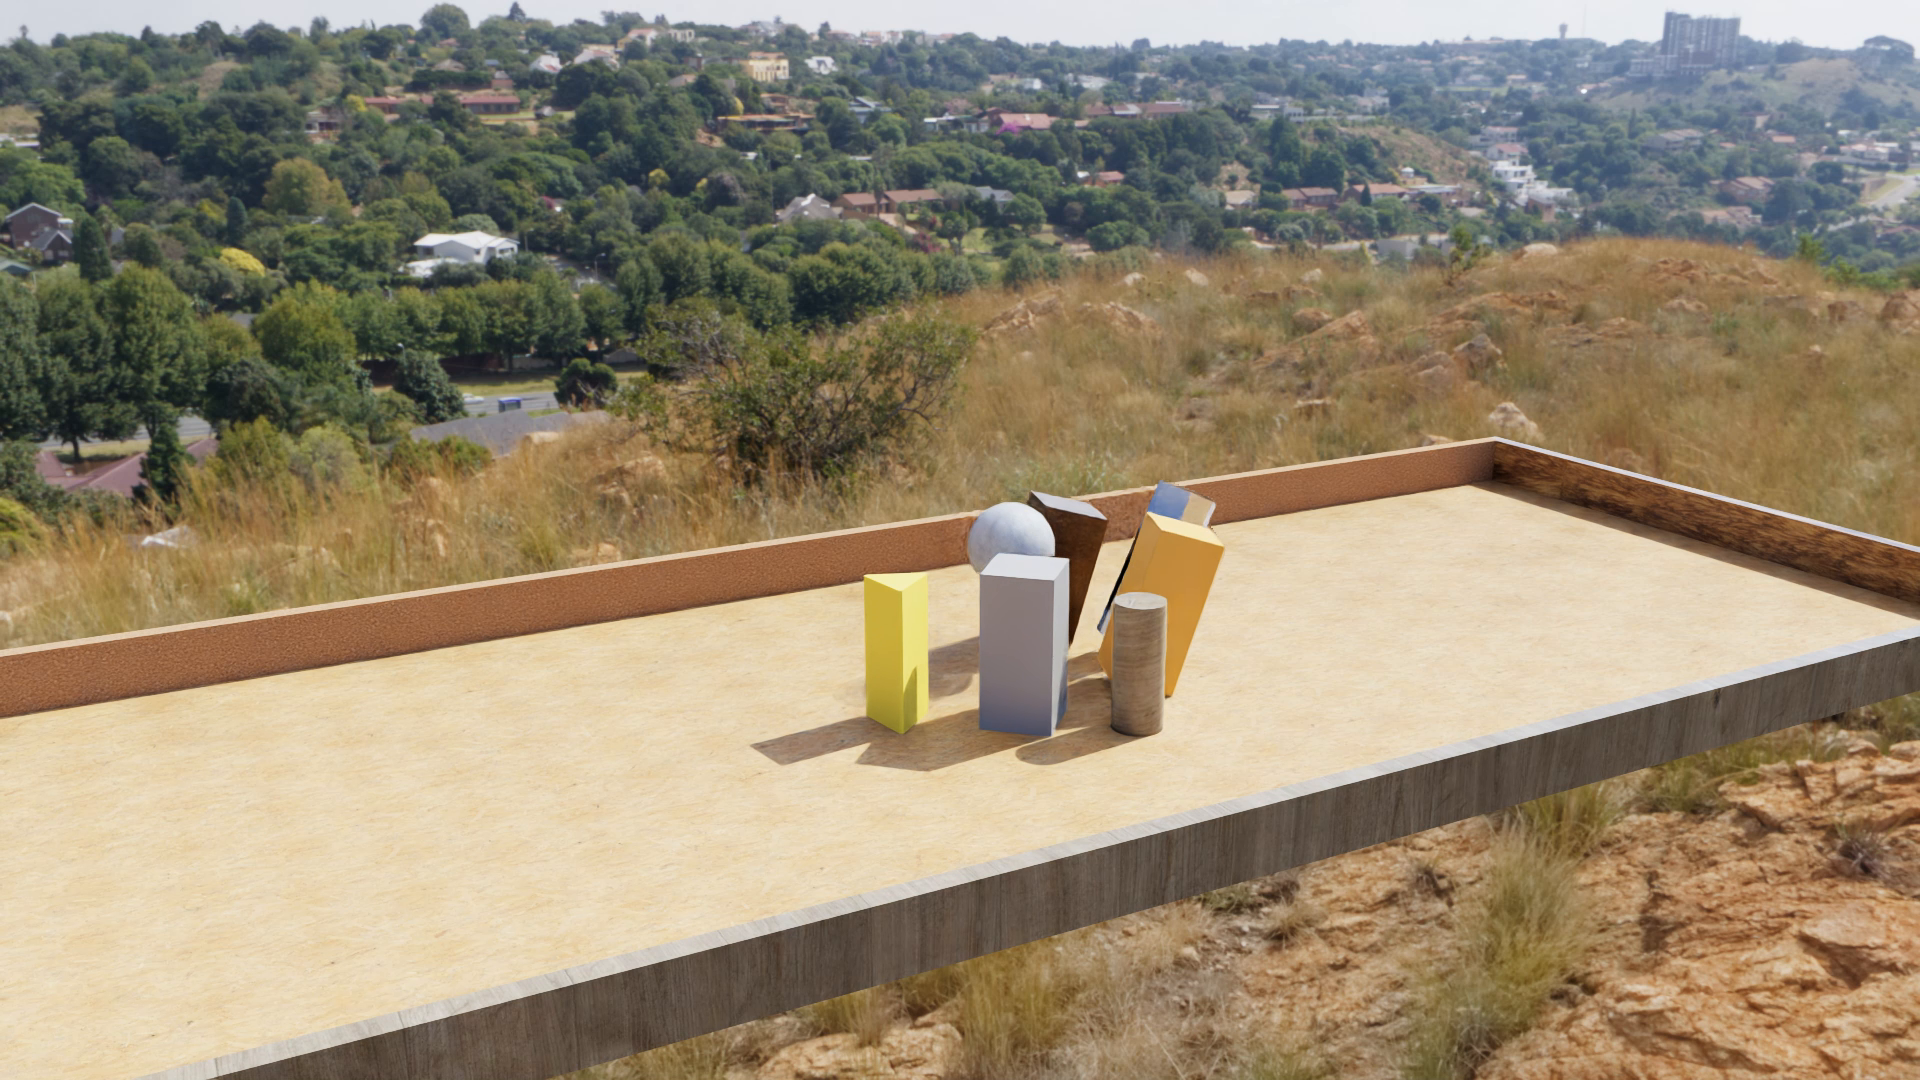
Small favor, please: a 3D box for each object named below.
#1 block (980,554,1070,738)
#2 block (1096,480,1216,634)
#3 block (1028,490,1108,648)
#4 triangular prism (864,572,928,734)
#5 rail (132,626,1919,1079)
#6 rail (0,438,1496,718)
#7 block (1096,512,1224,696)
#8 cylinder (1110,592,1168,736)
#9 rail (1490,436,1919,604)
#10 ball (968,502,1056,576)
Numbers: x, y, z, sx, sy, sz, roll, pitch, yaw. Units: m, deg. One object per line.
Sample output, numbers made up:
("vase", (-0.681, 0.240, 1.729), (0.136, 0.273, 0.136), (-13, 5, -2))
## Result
("block", (0.151, 0.243, 3.855), (0.173, 0.380, 0.173), (4, 17, 15))
("block", (0.514, 0.071, 4.322), (0.114, 0.428, 0.114), (18, 6, -45))
("block", (0.241, 0.078, 4.391), (0.173, 0.360, 0.173), (12, 13, -15))
("triangular prism", (-0.128, 0.255, 3.867), (0.126, 0.349, 0.145), (-12, 20, -35))
("rail", (-2.336, 1.006, 1.665), (12.000, 0.150, 0.050), (-9, 18, -27))
("rail", (-3.305, 0.497, 3.399), (12.000, 0.150, 0.050), (-9, 18, -27))
("block", (0.491, 0.157, 4.063), (0.164, 0.397, 0.164), (15, 14, -11))
("cylinder", (0.415, 0.288, 3.823), (0.123, 0.311, 0.123), (0, 16, 0))
("rail", (2.466, -0.048, 5.253), (0.050, 0.150, 2.100), (-9, 18, -27))
("ball", (0.130, 0.015, 4.182), (0.224, 0.224, 0.224), (0, 16, 0))
